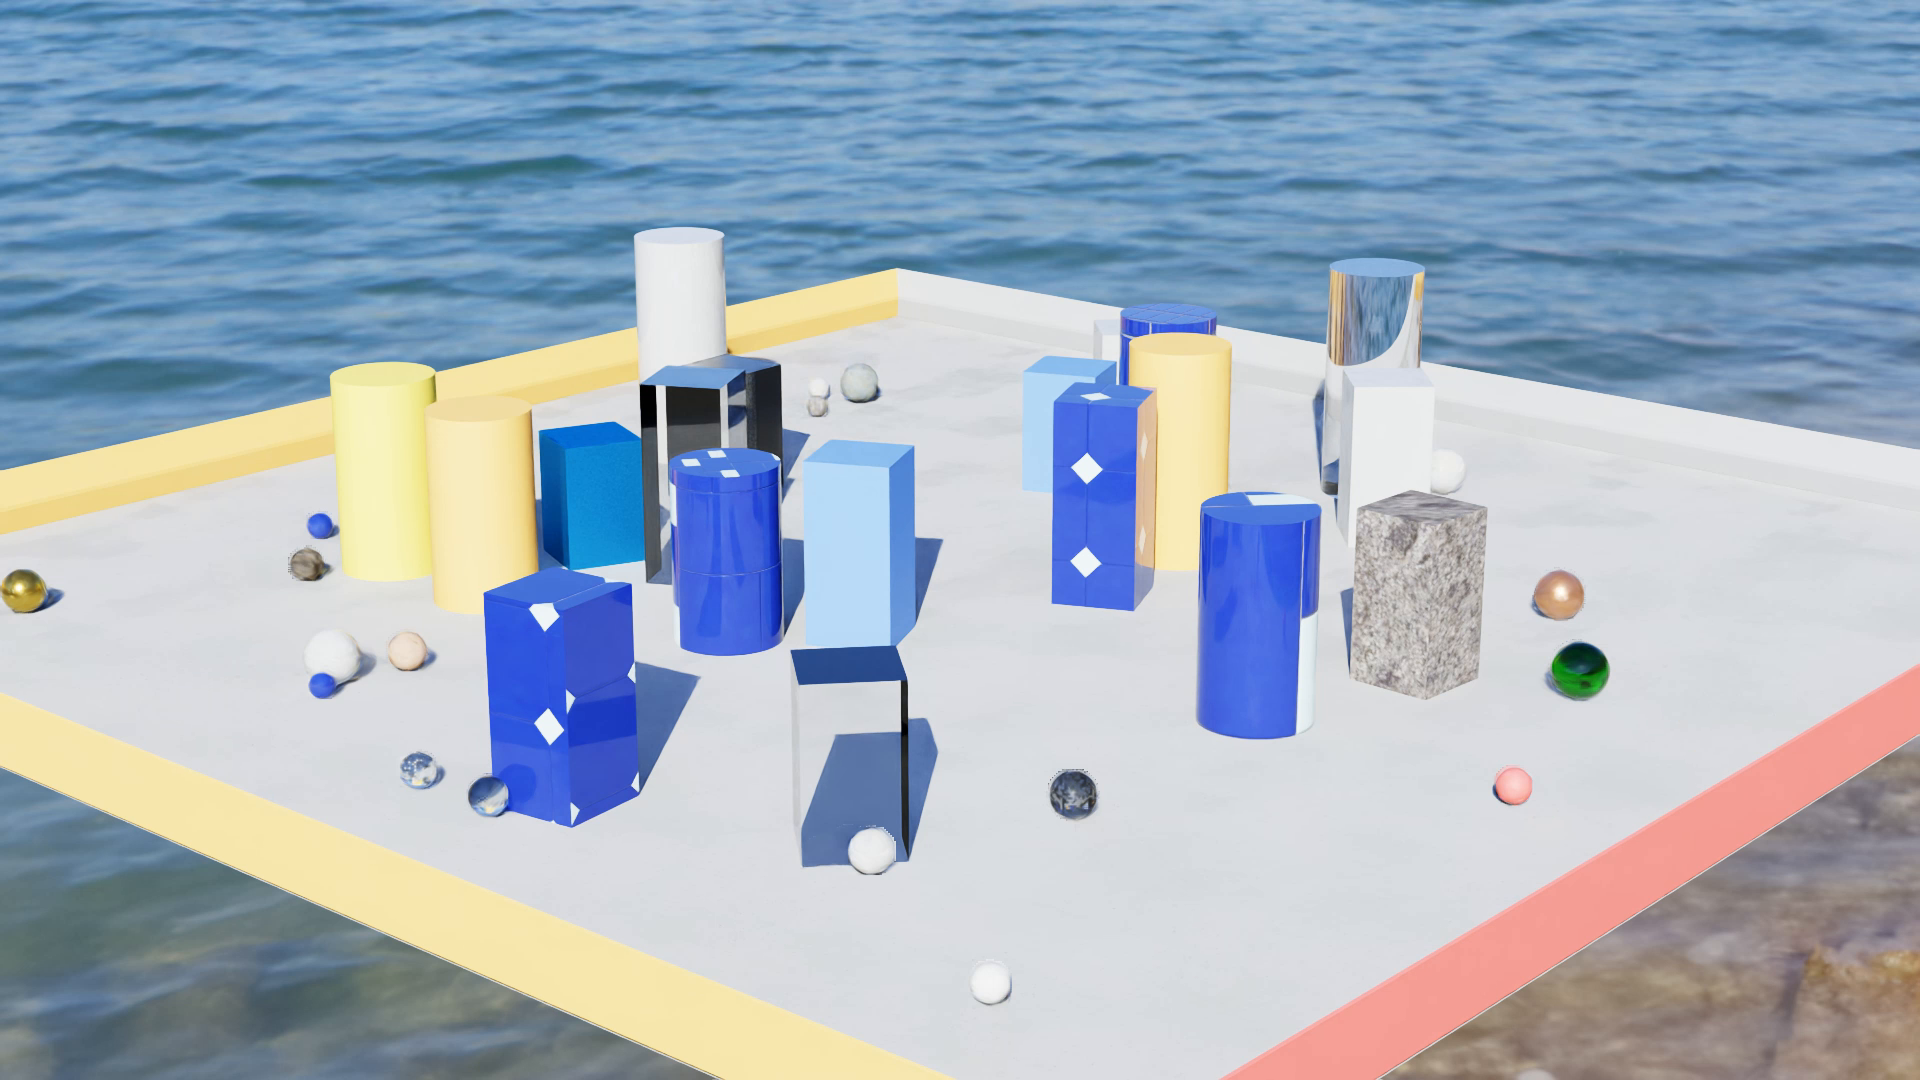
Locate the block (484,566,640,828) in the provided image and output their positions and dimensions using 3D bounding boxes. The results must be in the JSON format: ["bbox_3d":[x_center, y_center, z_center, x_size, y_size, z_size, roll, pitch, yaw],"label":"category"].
[{"bbox_3d":[-0.563,0.220,4.148,0.146,0.320,0.146,11,20,32],"label":"block"}]

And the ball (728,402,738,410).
[{"bbox_3d":[-0.494,-0.272,6.243,0.047,0.047,0.047,0,17,0],"label":"ball"}]

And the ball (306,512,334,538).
[{"bbox_3d":[-1.185,-0.026,5.431,0.049,0.049,0.049,0,17,0],"label":"ball"}]

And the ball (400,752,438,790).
[{"bbox_3d":[-0.783,0.333,4.235,0.054,0.054,0.054,0,17,0],"label":"ball"}]

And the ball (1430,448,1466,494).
[{"bbox_3d":[0.942,-0.136,5.720,0.090,0.090,0.090,0,17,0],"label":"ball"}]

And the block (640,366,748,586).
[{"bbox_3d":[-0.467,-0.112,5.175,0.146,0.361,0.146,4,17,13],"label":"block"}]

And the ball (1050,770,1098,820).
[{"bbox_3d":[0.159,0.359,4.125,0.068,0.068,0.068,0,17,0],"label":"ball"}]

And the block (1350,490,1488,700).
[{"bbox_3d":[0.727,0.085,4.654,0.146,0.285,0.146,16,23,41],"label":"block"}]

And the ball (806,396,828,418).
[{"bbox_3d":[-0.306,-0.286,6.294,0.046,0.046,0.046,0,17,0],"label":"ball"}]

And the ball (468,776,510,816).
[{"bbox_3d":[-0.665,0.362,4.134,0.058,0.058,0.058,0,17,0],"label":"ball"}]

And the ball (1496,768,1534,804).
[{"bbox_3d":[0.790,0.351,4.179,0.053,0.053,0.053,0,17,0],"label":"ball"}]

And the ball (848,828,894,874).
[{"bbox_3d":[-0.119,0.418,3.939,0.062,0.062,0.062,0,17,0],"label":"ball"}]

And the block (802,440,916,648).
[{"bbox_3d":[-0.165,0.009,4.855,0.146,0.315,0.146,5,17,15],"label":"block"}]

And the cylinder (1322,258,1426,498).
[{"bbox_3d":[0.800,-0.311,5.688,0.183,0.444,0.183,0,17,0],"label":"cylinder"}]

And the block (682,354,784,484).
[{"bbox_3d":[-0.451,-0.223,5.743,0.146,0.244,0.146,13,21,37],"label":"block"}]

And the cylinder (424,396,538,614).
[{"bbox_3d":[-0.822,-0.062,5.046,0.183,0.339,0.183,0,17,0],"label":"cylinder"}]

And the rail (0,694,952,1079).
[{"bbox_3d":[-1.015,0.369,4.002,3.142,0.119,0.045,14,22,39],"label":"rail"}]

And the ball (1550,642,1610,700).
[{"bbox_3d":[0.972,0.205,4.594,0.091,0.091,0.091,0,17,0],"label":"ball"}]

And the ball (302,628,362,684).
[{"bbox_3d":[-0.998,0.186,4.659,0.090,0.090,0.090,0,17,0],"label":"ball"}]

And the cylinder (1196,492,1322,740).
[{"bbox_3d":[0.454,0.114,4.467,0.183,0.339,0.183,0,17,0],"label":"cylinder"}]

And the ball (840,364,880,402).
[{"bbox_3d":[-0.219,-0.344,6.416,0.085,0.085,0.085,0,17,0],"label":"ball"}]

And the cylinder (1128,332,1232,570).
[{"bbox_3d":[0.393,-0.160,5.277,0.183,0.394,0.183,0,17,0],"label":"cylinder"}]

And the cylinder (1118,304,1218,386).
[{"bbox_3d":[0.393,-0.244,5.578,0.183,0.380,0.183,0,17,0],"label":"cylinder"}]

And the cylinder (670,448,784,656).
[{"bbox_3d":[-0.385,0.018,4.844,0.183,0.304,0.183,0,17,0],"label":"cylinder"}]

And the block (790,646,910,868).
[{"bbox_3d":[-0.151,0.294,4.007,0.146,0.261,0.146,-2,17,-7],"label":"block"}]

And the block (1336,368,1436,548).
[{"bbox_3d":[0.784,-0.152,5.409,0.146,0.303,0.146,0,17,-1],"label":"block"}]

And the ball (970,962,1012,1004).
[{"bbox_3d":[0.037,0.538,3.563,0.050,0.050,0.050,0,17,0],"label":"ball"}]

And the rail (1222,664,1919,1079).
[{"bbox_3d":[1.168,0.324,4.150,0.045,0.119,3.144,14,22,39],"label":"rail"}]

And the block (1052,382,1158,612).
[{"bbox_3d":[0.249,-0.076,5.059,0.146,0.360,0.146,5,18,16],"label":"block"}]

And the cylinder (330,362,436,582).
[{"bbox_3d":[-1.018,-0.123,5.221,0.183,0.355,0.183,0,17,0],"label":"cylinder"}]

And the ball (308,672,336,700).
[{"bbox_3d":[-1.000,0.228,4.599,0.043,0.043,0.043,0,17,0],"label":"ball"}]

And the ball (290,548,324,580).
[{"bbox_3d":[-1.155,0.043,5.184,0.058,0.058,0.058,0,17,0],"label":"ball"}]

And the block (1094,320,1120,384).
[{"bbox_3d":[0.355,-0.316,6.035,0.146,0.252,0.146,-1,17,-4],"label":"block"}]

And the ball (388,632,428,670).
[{"bbox_3d":[-0.891,0.179,4.727,0.063,0.063,0.063,0,17,0],"label":"ball"}]

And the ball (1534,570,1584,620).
[{"bbox_3d":[1.018,0.093,4.976,0.084,0.084,0.084,0,17,0],"label":"ball"}]

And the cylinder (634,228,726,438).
[{"bbox_3d":[-0.570,-0.408,6.016,0.183,0.439,0.183,0,17,0],"label":"cylinder"}]

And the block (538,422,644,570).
[{"bbox_3d":[-0.665,-0.081,5.305,0.146,0.226,0.146,-8,19,-25],"label":"block"}]

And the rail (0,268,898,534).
[{"bbox_3d":[-1.168,-0.264,6.092,0.045,0.119,3.144,14,22,39],"label":"rail"}]

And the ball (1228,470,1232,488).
[{"bbox_3d":[0.493,-0.119,5.695,0.068,0.068,0.068,0,17,0],"label":"ball"}]

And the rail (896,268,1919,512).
[{"bbox_3d":[1.015,-0.309,6.240,3.142,0.119,0.045,14,22,39],"label":"rail"}]

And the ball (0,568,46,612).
[{"bbox_3d":[-1.601,0.086,5.012,0.075,0.075,0.075,0,17,0],"label":"ball"}]

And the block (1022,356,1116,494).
[{"bbox_3d":[0.215,-0.225,5.758,0.146,0.239,0.146,6,18,19],"label":"block"}]

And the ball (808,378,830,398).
[{"bbox_3d":[-0.311,-0.334,6.445,0.048,0.048,0.048,0,17,0],"label":"ball"}]

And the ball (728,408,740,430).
[{"bbox_3d":[-0.486,-0.257,6.199,0.044,0.044,0.044,0,17,0],"label":"ball"}]
